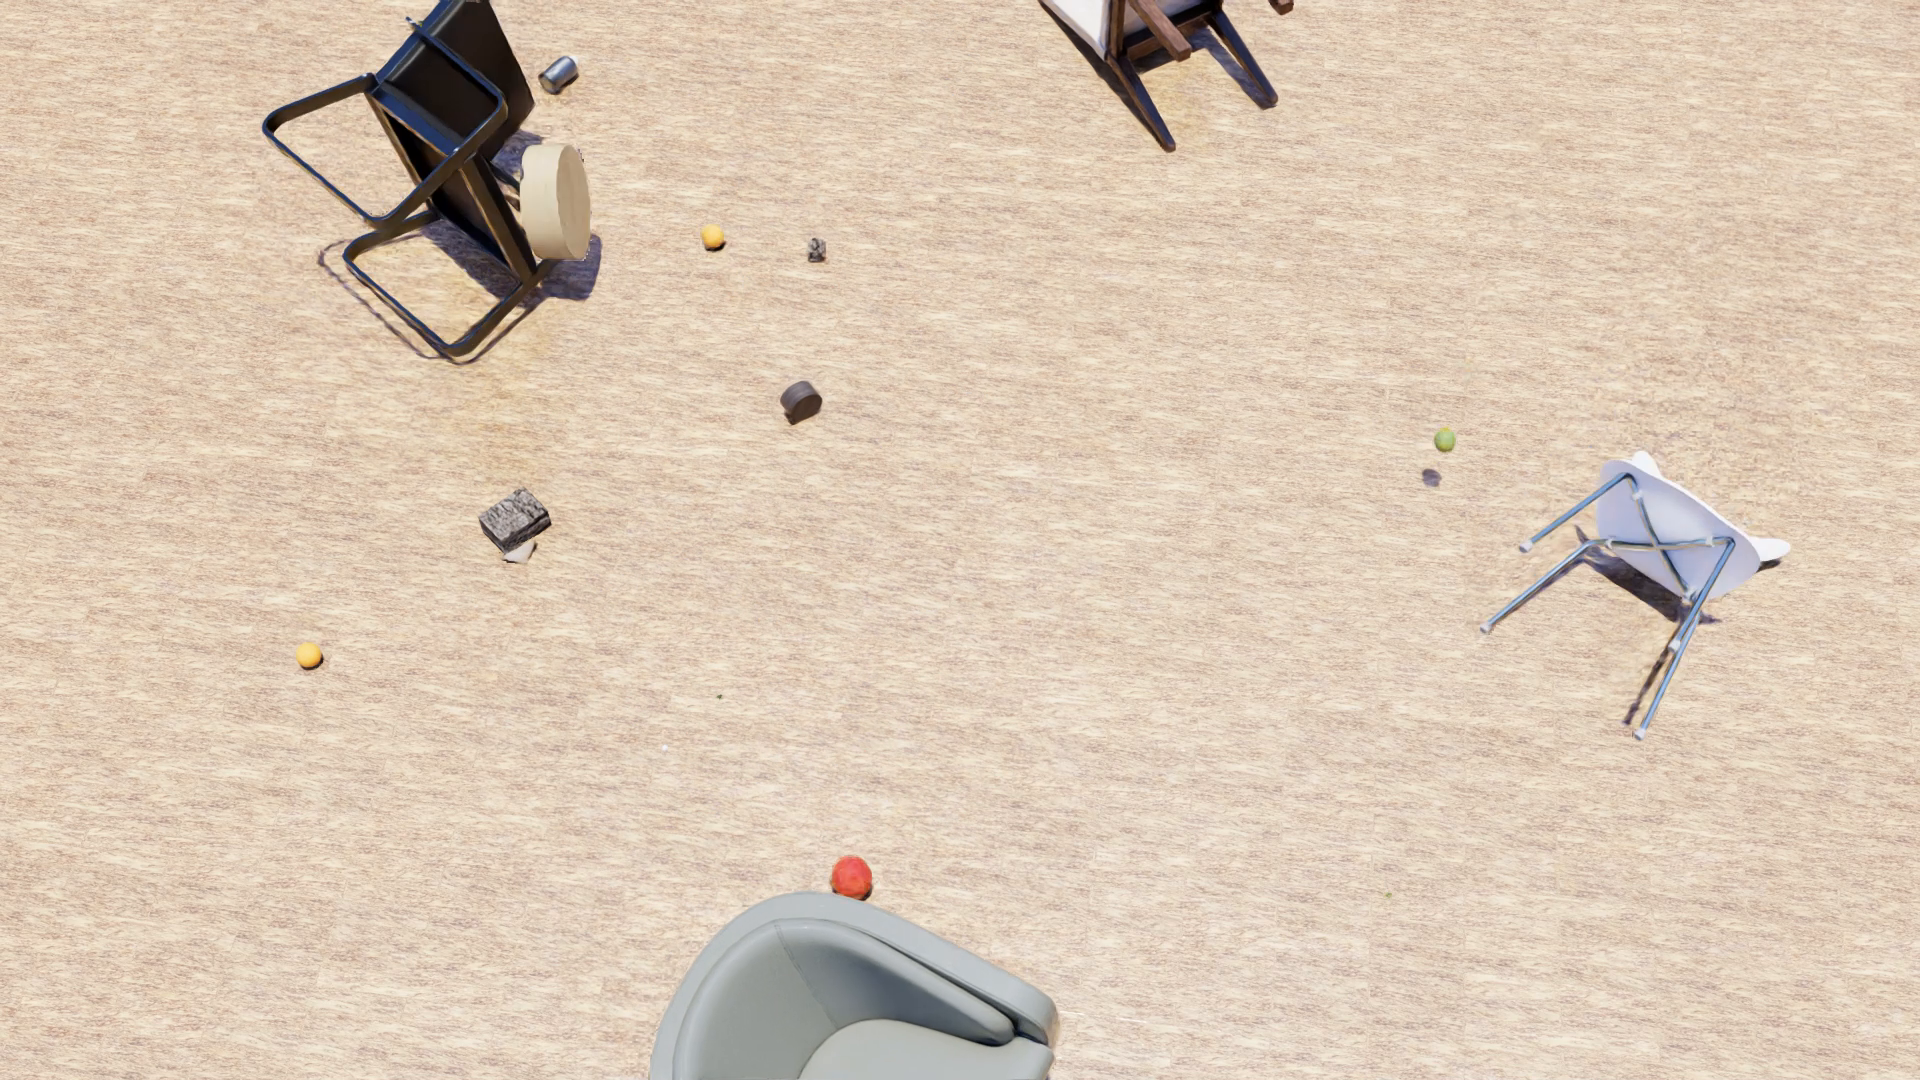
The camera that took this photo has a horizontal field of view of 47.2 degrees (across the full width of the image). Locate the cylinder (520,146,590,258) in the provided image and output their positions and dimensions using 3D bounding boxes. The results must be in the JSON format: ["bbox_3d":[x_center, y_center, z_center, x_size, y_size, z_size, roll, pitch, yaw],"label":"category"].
[{"bbox_3d":[-1.267,-1.058,6.888,0.127,0.357,0.228,2,21,16],"label":"cylinder"}]

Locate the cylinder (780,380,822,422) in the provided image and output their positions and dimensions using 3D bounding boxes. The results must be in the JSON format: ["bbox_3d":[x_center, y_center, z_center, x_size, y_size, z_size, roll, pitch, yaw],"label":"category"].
[{"bbox_3d":[-0.491,-0.429,6.795,0.113,0.111,0.063,-7,50,-43],"label":"cylinder"}]

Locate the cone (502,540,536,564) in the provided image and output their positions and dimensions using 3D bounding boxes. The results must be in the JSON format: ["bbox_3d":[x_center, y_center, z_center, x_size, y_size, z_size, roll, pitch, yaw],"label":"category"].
[{"bbox_3d":[-1.298,0.049,6.527,0.122,0.048,0.053,-28,86,-11],"label":"cone"}]

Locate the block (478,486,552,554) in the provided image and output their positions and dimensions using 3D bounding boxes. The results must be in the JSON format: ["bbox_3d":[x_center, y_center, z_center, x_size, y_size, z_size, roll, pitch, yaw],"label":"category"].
[{"bbox_3d":[-1.328,-0.057,6.564,0.168,0.081,0.122,-37,64,-22],"label":"block"}]

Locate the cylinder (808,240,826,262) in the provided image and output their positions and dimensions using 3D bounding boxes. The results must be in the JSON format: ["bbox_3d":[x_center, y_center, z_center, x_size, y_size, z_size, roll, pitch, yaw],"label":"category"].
[{"bbox_3d":[-0.466,-0.945,7.185,0.059,0.037,0.071,-25,32,9],"label":"cylinder"}]
